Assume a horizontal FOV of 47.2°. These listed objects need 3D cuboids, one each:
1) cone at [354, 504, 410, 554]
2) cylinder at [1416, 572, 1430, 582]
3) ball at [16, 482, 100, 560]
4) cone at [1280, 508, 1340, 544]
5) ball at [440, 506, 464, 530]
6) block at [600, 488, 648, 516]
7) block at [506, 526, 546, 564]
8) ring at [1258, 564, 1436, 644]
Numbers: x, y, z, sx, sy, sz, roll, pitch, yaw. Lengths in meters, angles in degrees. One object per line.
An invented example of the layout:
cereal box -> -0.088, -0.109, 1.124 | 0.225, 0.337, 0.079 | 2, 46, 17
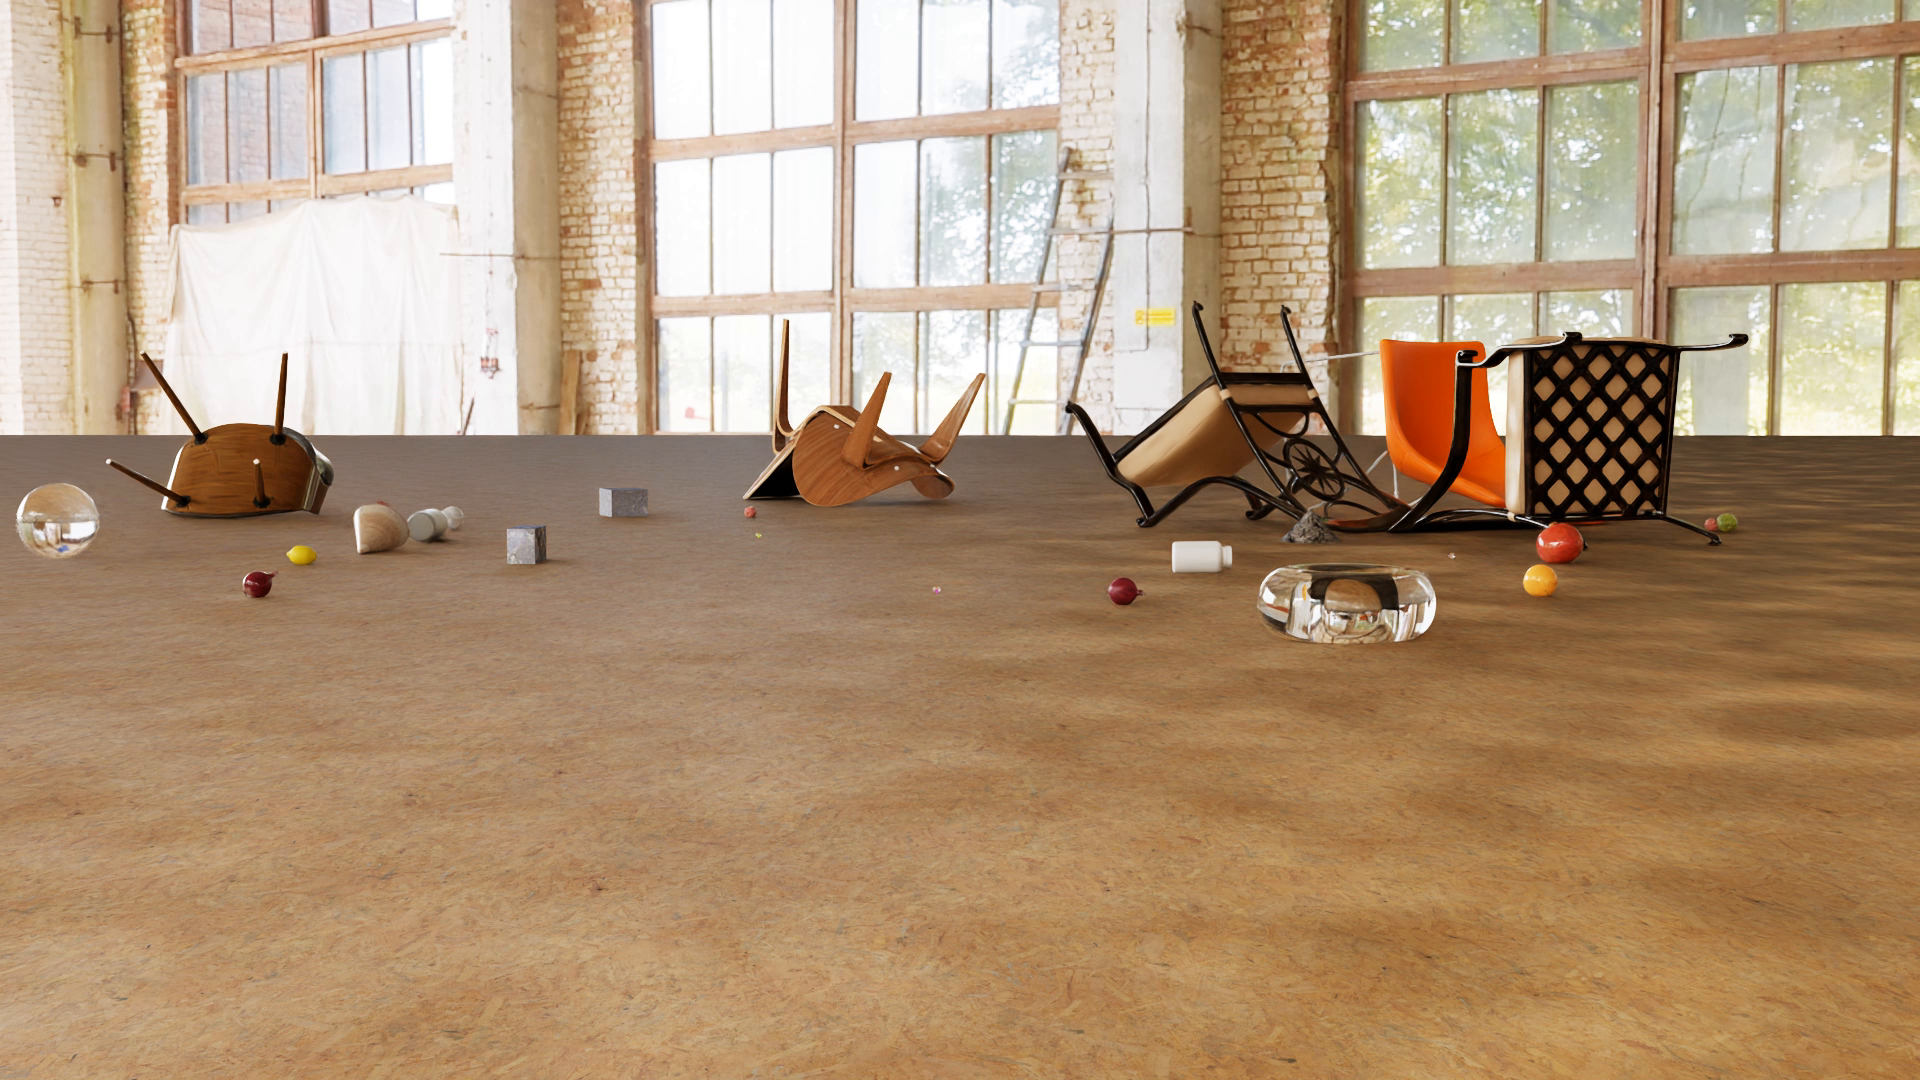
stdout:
cone -> -1.624, 0.001, 6.056 | 0.161, 0.130, 0.201 | 25, 22, -7
cylinder -> 0.974, 0.095, 4.770 | 0.071, 0.052, 0.066 | 7, 19, 34
ball -> -2.380, -0.050, 5.802 | 0.202, 0.202, 0.202 | 0, 4, 0
cone -> 1.035, -0.045, 6.494 | 0.178, 0.097, 0.185 | 3, 5, 36
ball -> -1.620, -0.069, 7.014 | 0.074, 0.074, 0.074 | 0, 4, 0
block -> -1.196, -0.135, 7.821 | 0.131, 0.094, 0.158 | -2, 4, -24
block -> -1.128, 0.011, 5.727 | 0.071, 0.090, 0.159 | 0, 4, 0
ring -> 0.701, 0.114, 3.985 | 0.355, 0.128, 0.282 | -1, 5, -35
